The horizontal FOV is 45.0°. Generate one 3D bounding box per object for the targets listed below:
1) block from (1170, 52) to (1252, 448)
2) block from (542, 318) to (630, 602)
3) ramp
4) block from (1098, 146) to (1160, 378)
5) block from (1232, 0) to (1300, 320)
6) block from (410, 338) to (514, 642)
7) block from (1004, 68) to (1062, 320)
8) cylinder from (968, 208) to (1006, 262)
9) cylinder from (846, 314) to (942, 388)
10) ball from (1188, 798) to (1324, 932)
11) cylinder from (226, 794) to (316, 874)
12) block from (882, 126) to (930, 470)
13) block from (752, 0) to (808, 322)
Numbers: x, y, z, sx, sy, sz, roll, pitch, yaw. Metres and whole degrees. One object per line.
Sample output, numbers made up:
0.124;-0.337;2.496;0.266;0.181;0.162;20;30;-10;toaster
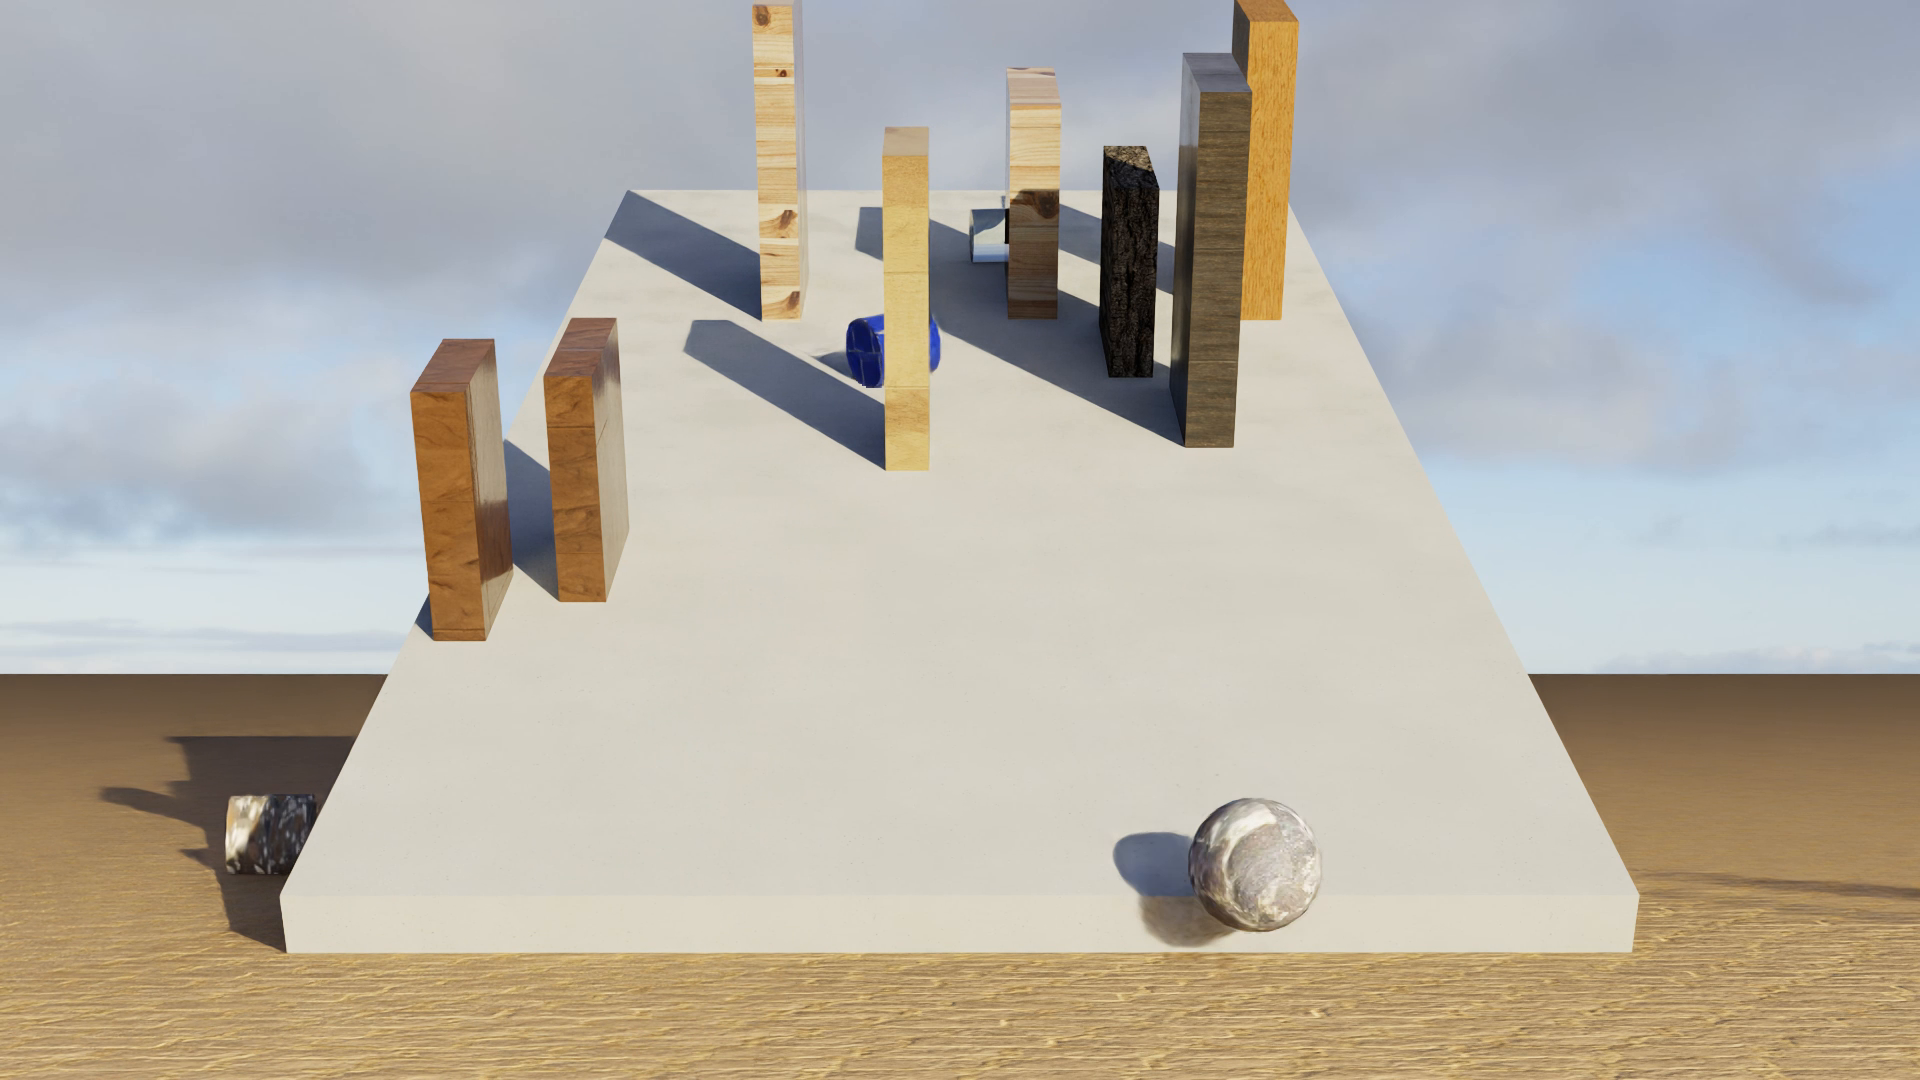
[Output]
0.547;-0.641;5.109;0.107;0.785;0.396;0;23;0;block
-0.707;-0.157;4.410;0.088;0.447;0.344;0;23;0;block
-0.008;-0.227;5.263;2.000;0.100;4.000;0;23;0;ramp
0.406;-0.678;5.603;0.104;0.459;0.409;0;23;0;block
0.761;-0.975;5.918;0.119;0.756;0.343;0;23;0;block
-0.903;-0.094;4.226;0.094;0.477;0.293;0;23;0;block
0.185;-0.904;6.010;0.125;0.551;0.447;0;23;0;block
0.104;-0.836;6.361;0.147;0.147;0.147;-2;-3;-5;cylinder
-0.158;-0.455;5.458;0.163;0.163;0.163;-15;5;-31;cylinder
0.422;0.464;3.310;0.191;0.191;0.191;0;-3;0;ball
-1.418;0.606;4.776;0.162;0.162;0.162;1;-3;-10;cylinder
-0.112;-0.512;4.934;0.093;0.685;0.252;0;23;0;block
-0.454;-0.995;5.908;0.097;0.795;0.383;0;23;0;block
